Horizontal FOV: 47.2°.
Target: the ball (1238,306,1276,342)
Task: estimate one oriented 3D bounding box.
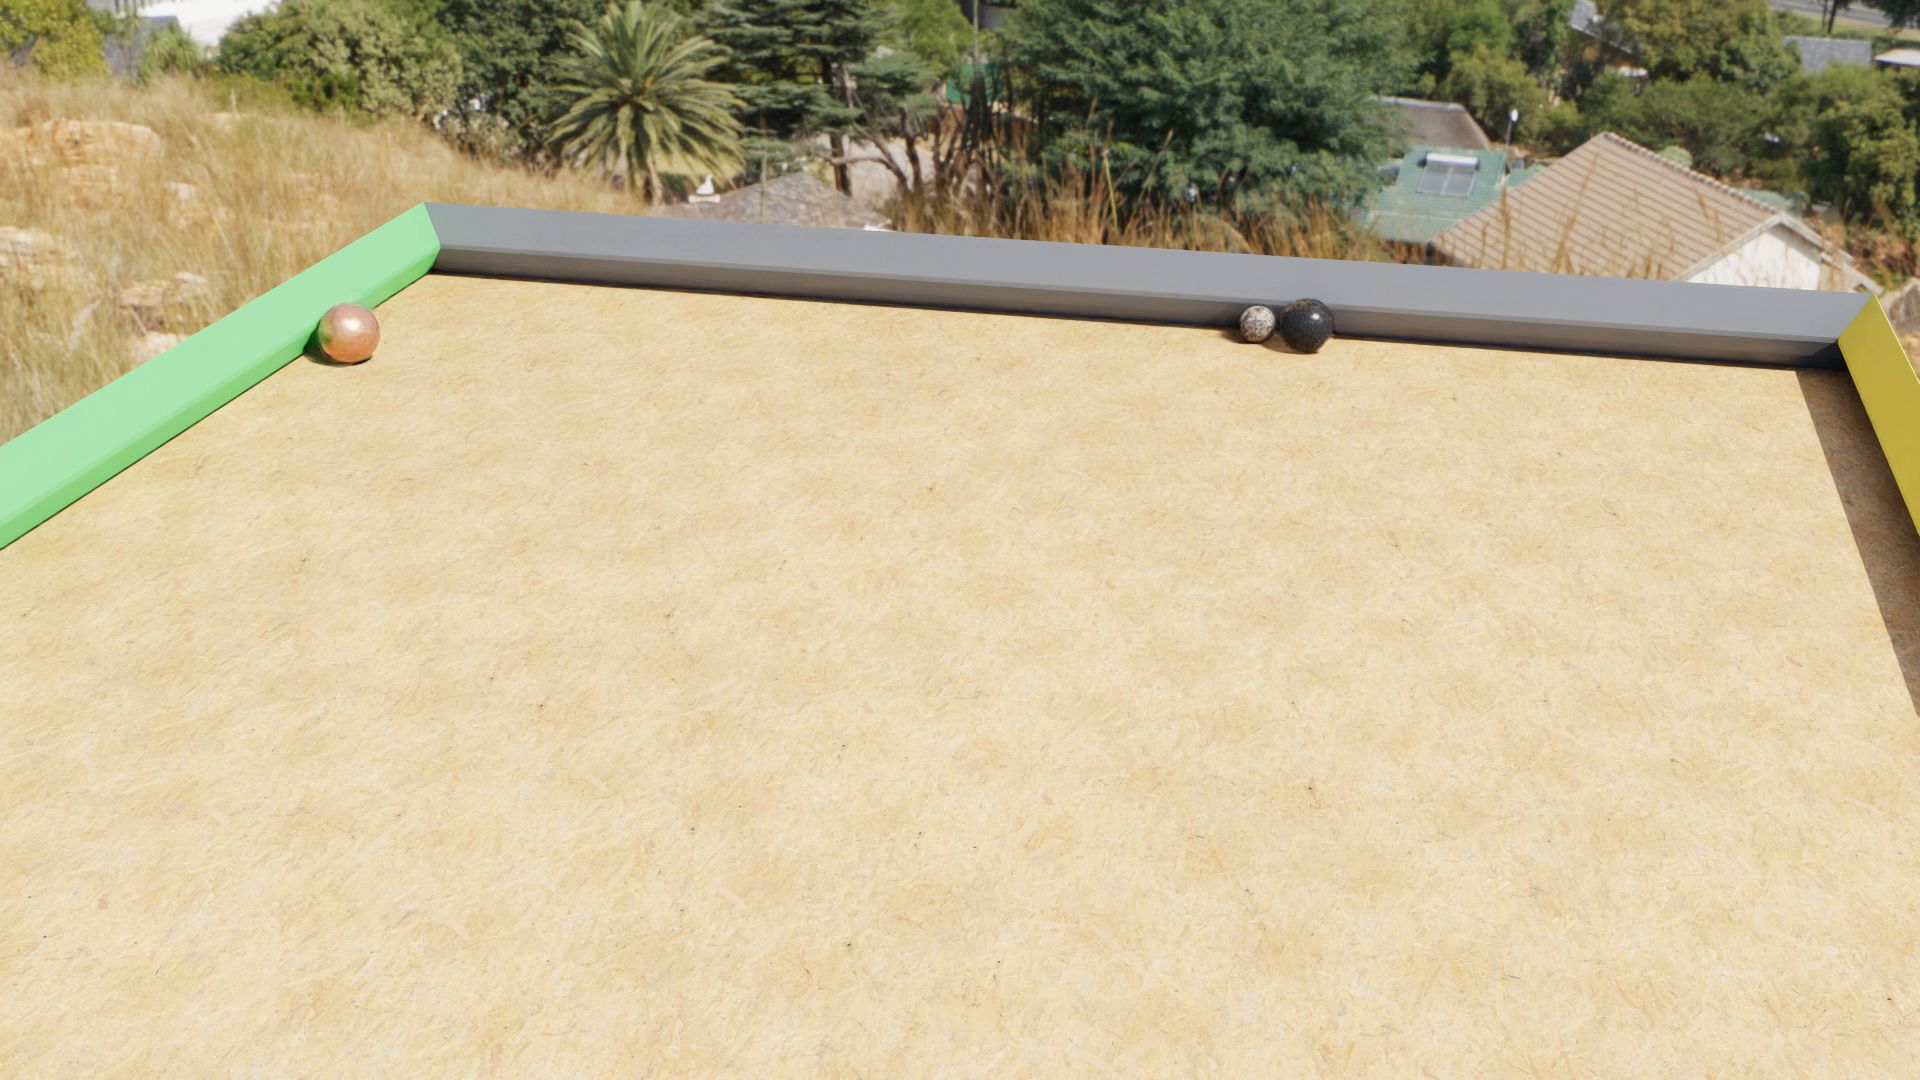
[{"bbox_3d":[0.423,-0.308,3.135,0.053,0.053,0.053,0,24,0],"label":"ball"}]

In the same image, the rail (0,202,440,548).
[{"bbox_3d":[-1.220,0.242,1.813,0.045,0.110,3.643,5,24,12],"label":"rail"}]

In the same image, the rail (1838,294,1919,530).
[{"bbox_3d":[0.813,0.430,1.387,0.045,0.110,3.643,5,24,12],"label":"rail"}]

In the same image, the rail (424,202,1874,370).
[{"bbox_3d":[0.198,-0.370,3.204,2.134,0.110,0.045,5,24,12],"label":"rail"}]

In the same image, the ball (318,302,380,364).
[{"bbox_3d":[-0.847,-0.287,3.049,0.085,0.085,0.085,0,24,0],"label":"ball"}]

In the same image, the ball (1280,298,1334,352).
[{"bbox_3d":[0.489,-0.303,3.097,0.075,0.075,0.075,0,24,0],"label":"ball"}]
